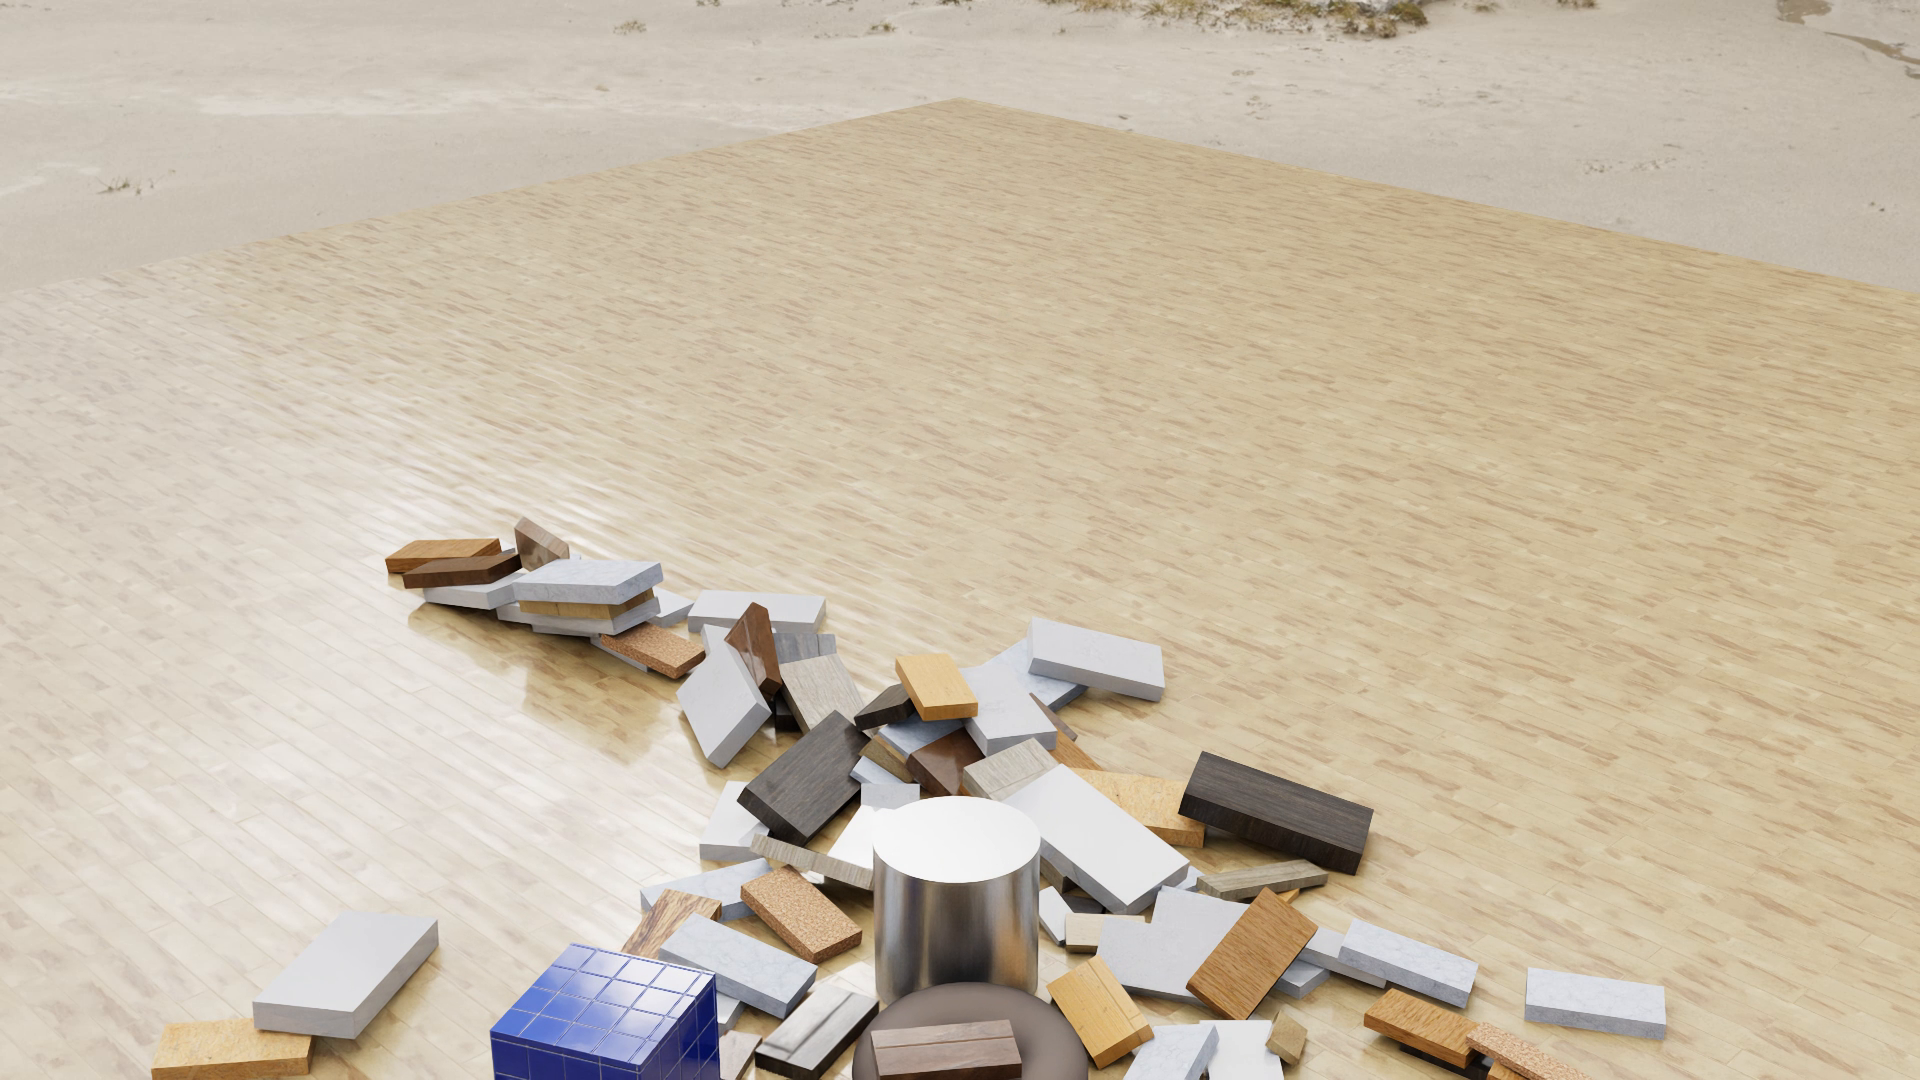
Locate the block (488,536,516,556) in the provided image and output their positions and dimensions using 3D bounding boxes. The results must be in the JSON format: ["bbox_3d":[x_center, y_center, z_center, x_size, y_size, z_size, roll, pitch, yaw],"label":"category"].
[{"bbox_3d":[-1.203,0.017,5.702,0.052,0.015,0.104,-20,30,-38],"label":"block"}]

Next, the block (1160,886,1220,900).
[{"bbox_3d":[0.433,0.677,4.091,0.117,0.059,0.017,10,55,23],"label":"block"}]

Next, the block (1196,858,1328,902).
[{"bbox_3d":[0.573,0.643,4.159,0.261,0.021,0.072,-4,17,-31],"label":"block"}]

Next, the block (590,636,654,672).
[{"bbox_3d":[-0.756,0.245,5.145,0.109,0.031,0.219,-21,31,-40],"label":"block"}]

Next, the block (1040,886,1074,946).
[{"bbox_3d":[0.176,0.693,4.055,0.058,0.016,0.116,-19,46,-24],"label":"block"}]

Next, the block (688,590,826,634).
[{"bbox_3d":[-0.486,0.178,5.286,0.305,0.043,0.153,3,23,7],"label":"block"}]

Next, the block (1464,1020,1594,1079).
[{"bbox_3d":[1.164,0.960,3.399,0.850,0.016,0.058,25,33,37],"label":"block"}]

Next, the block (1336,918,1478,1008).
[{"bbox_3d":[0.793,0.747,3.890,0.231,0.033,0.116,19,21,15],"label":"block"}]

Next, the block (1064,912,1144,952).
[{"bbox_3d":[0.265,0.717,4.006,0.145,0.021,0.072,3,41,-2],"label":"block"}]

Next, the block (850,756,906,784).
[{"bbox_3d":[-0.163,0.493,4.501,0.118,0.017,0.059,33,32,3],"label":"block"}]

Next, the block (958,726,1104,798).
[{"bbox_3d":[0.147,0.489,4.486,0.144,0.041,0.287,42,41,24],"label":"block"}]

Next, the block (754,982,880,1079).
[{"bbox_3d":[-0.242,0.839,3.742,0.112,0.032,0.224,12,26,25],"label":"block"}]

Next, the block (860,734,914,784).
[{"bbox_3d":[-0.145,0.458,4.527,0.118,0.059,0.017,40,34,-3],"label":"block"}]

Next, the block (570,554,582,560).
[{"bbox_3d":[-0.988,0.063,5.556,0.052,0.015,0.104,-2,23,-4],"label":"block"}]

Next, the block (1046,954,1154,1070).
[{"bbox_3d":[0.238,0.806,3.767,0.109,0.031,0.219,-30,29,-7],"label":"block"}]

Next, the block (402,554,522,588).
[{"bbox_3d":[-1.218,0.077,5.380,0.262,0.037,0.131,-4,14,26],"label":"block"}]

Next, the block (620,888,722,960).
[{"bbox_3d":[-0.531,0.723,3.942,0.112,0.032,0.265,10,28,15],"label":"block"}]

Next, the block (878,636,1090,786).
[{"bbox_3d":[0.061,0.365,4.763,0.170,0.048,0.594,36,37,21],"label":"block"}]

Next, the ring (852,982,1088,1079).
[{"bbox_3d":[0.017,0.860,3.573,0.386,0.129,0.386,0,24,0],"label":"ring"}]

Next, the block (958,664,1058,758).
[{"bbox_3d":[0.075,0.355,4.612,0.153,0.043,0.311,-5,25,-19],"label":"block"}]

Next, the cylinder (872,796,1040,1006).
[{"bbox_3d":[-0.006,0.649,3.860,0.291,0.291,0.291,0,23,0],"label":"cylinder"}]

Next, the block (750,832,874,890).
[{"bbox_3d":[-0.260,0.613,4.160,0.250,0.035,0.125,15,-8,20],"label":"block"}]

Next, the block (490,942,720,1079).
[{"bbox_3d":[-0.552,0.834,3.466,0.256,0.256,0.256,8,24,18],"label":"block"}]

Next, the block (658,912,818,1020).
[{"bbox_3d":[-0.390,0.746,3.861,0.250,0.035,0.125,20,27,15],"label":"block"}]

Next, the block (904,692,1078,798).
[{"bbox_3d":[0.069,0.440,4.584,0.144,0.041,0.392,42,40,23],"label":"block"}]

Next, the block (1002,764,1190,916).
[{"bbox_3d":[0.252,0.573,4.189,0.170,0.048,0.340,-28,49,-34],"label":"block"}]

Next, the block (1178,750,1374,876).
[{"bbox_3d":[0.624,0.536,4.335,0.359,0.051,0.180,18,27,10],"label":"block"}]

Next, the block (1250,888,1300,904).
[{"bbox_3d":[0.578,0.664,4.175,0.117,0.017,0.058,15,27,31],"label":"block"}]

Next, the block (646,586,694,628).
[{"bbox_3d":[-0.765,0.153,5.358,0.232,0.033,0.116,18,29,36],"label":"block"}]

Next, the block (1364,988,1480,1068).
[{"bbox_3d":[0.790,0.824,3.716,0.189,0.027,0.095,18,29,36],"label":"block"}]

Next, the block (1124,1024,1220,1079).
[{"bbox_3d":[0.336,0.873,3.608,0.112,0.032,0.224,-10,18,30],"label":"block"}]

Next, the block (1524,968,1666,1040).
[{"bbox_3d":[1.103,0.805,3.822,0.231,0.033,0.116,6,24,14],"label":"block"}]

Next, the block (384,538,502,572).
[{"bbox_3d":[-1.307,0.038,5.562,0.262,0.037,0.131,-1,20,24],"label":"block"}]

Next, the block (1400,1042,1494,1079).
[{"bbox_3d":[0.848,0.860,3.699,0.189,0.027,0.095,17,28,35],"label":"block"}]

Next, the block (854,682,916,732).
[{"bbox_3d":[-0.131,0.344,4.679,0.116,0.033,0.232,-17,7,21],"label":"block"}]

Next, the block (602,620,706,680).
[{"bbox_3d":[-0.704,0.245,5.057,0.219,0.031,0.109,22,32,25],"label":"block"}]

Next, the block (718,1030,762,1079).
[{"bbox_3d":[-0.385,0.870,3.686,0.065,0.018,0.130,6,24,15],"label":"block"}]

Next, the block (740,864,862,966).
[{"bbox_3d":[-0.293,0.688,4.047,0.112,0.032,0.223,-19,40,-37],"label":"block"}]
